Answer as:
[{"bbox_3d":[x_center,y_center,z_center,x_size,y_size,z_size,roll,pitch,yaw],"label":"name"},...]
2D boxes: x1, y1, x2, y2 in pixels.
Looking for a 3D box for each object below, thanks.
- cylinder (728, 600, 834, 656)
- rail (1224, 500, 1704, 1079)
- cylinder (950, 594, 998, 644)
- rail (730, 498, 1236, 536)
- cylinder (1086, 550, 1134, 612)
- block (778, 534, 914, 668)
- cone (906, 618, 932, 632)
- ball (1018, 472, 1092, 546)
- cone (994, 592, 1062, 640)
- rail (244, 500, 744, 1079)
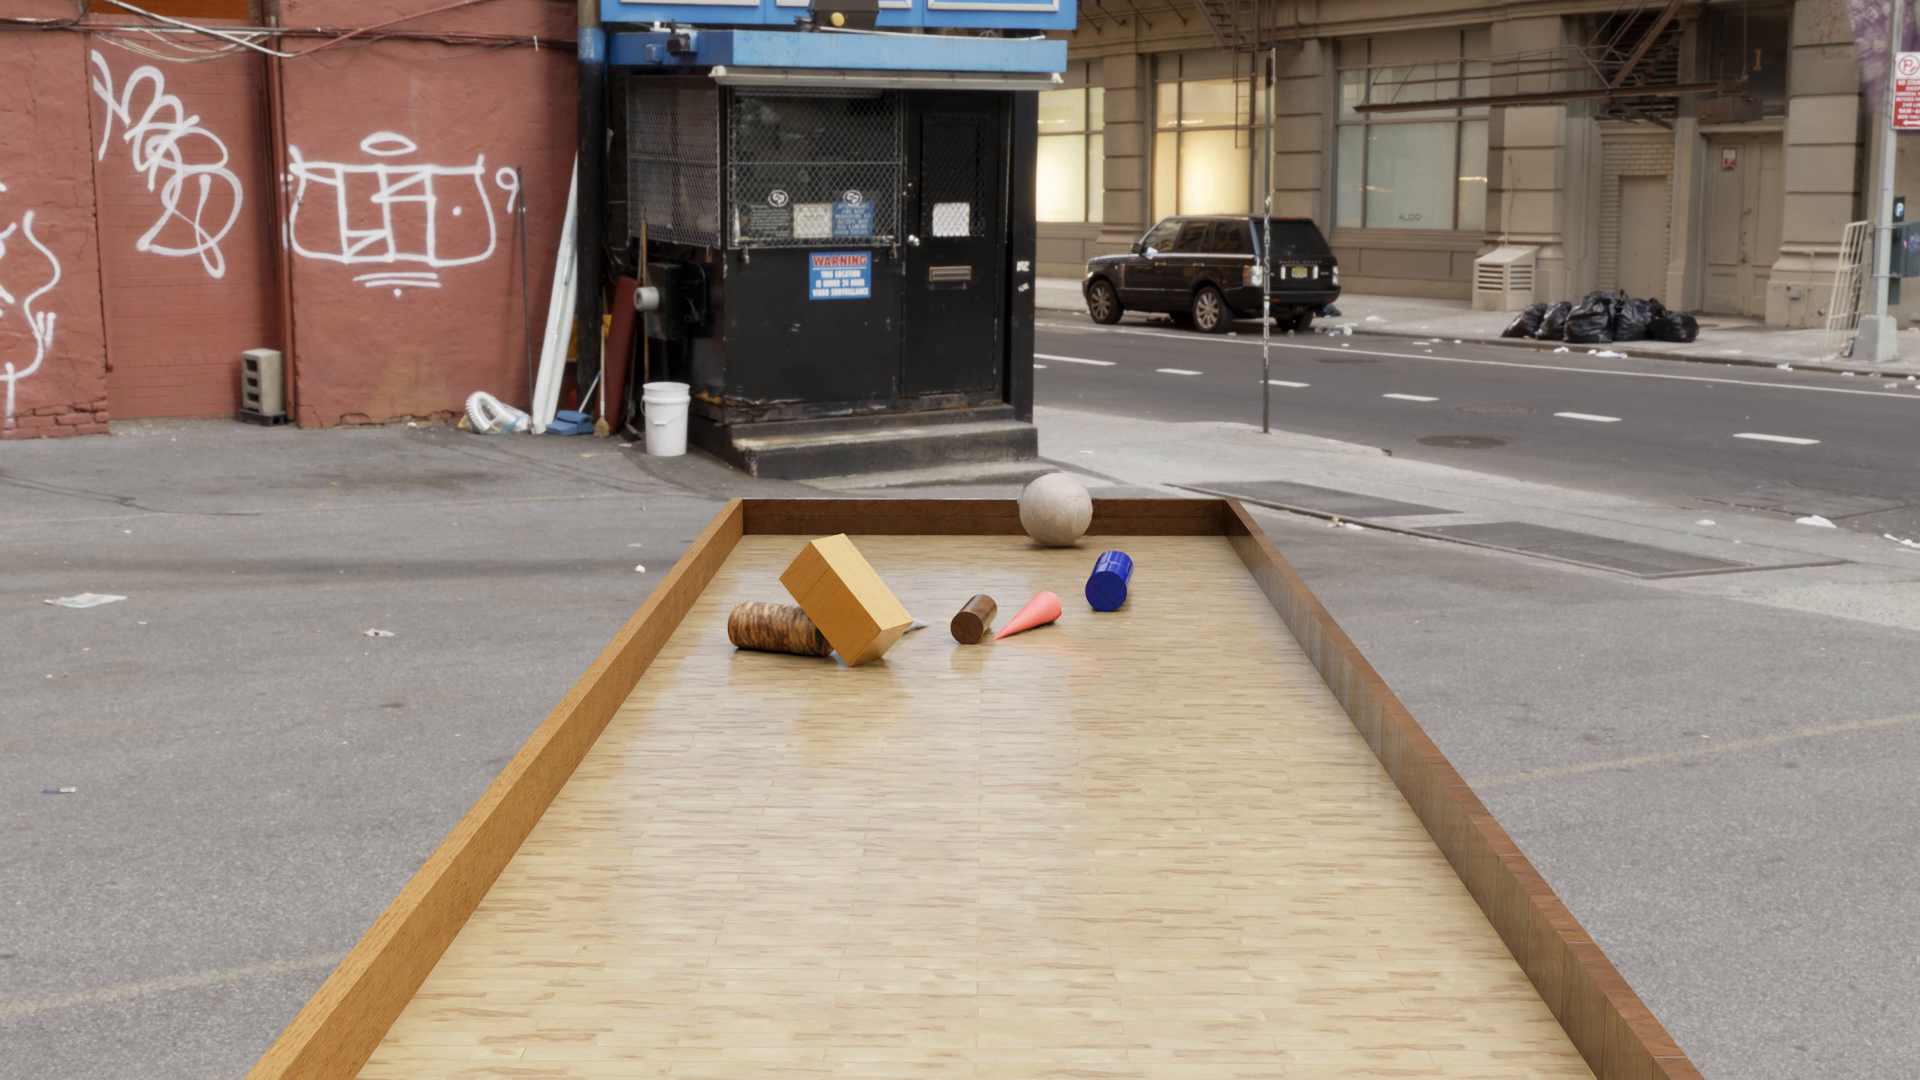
[{"bbox_3d":[-0.548,0.273,6.820,0.316,0.146,0.146,4,10,26],"label":"cylinder"},{"bbox_3d":[1.046,0.843,3.208,0.050,0.150,12.000,0,9,1],"label":"rail"},{"bbox_3d":[0.046,0.253,7.073,0.105,0.105,0.310,1,9,9],"label":"cylinder"},{"bbox_3d":[0.099,-0.098,9.147,2.100,0.150,0.050,0,9,1],"label":"rail"},{"bbox_3d":[0.524,0.140,7.671,0.142,0.142,0.436,1,9,8],"label":"cylinder"},{"bbox_3d":[-0.345,0.181,6.674,0.357,0.175,0.175,50,29,16],"label":"block"},{"bbox_3d":[-0.224,0.268,7.066,0.161,0.161,0.452,7,1,37],"label":"cone"},{"bbox_3d":[0.384,-0.122,8.833,0.296,0.296,0.296,0,9,0],"label":"ball"},{"bbox_3d":[0.196,0.270,7.138,0.106,0.106,0.371,5,19,31],"label":"cone"},{"bbox_3d":[-1.004,0.839,3.234,0.050,0.150,12.000,0,9,1],"label":"rail"}]
